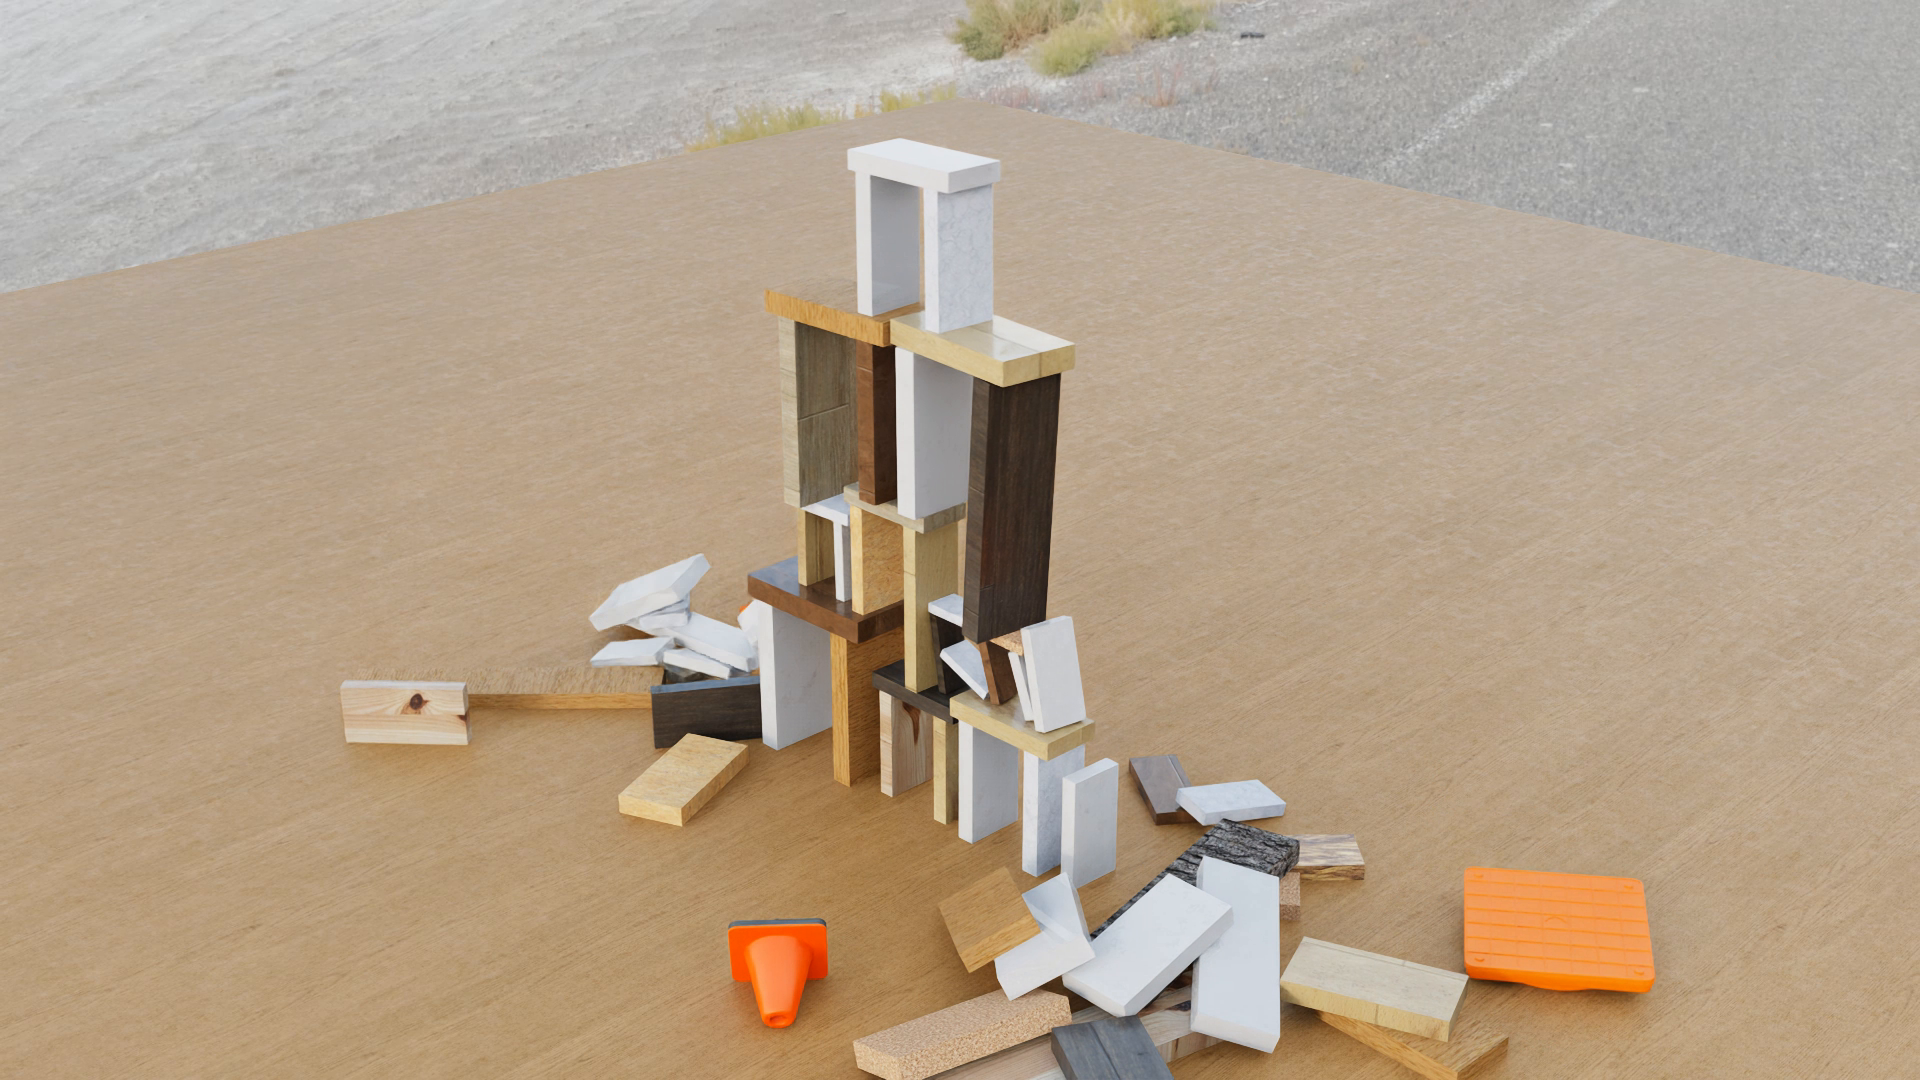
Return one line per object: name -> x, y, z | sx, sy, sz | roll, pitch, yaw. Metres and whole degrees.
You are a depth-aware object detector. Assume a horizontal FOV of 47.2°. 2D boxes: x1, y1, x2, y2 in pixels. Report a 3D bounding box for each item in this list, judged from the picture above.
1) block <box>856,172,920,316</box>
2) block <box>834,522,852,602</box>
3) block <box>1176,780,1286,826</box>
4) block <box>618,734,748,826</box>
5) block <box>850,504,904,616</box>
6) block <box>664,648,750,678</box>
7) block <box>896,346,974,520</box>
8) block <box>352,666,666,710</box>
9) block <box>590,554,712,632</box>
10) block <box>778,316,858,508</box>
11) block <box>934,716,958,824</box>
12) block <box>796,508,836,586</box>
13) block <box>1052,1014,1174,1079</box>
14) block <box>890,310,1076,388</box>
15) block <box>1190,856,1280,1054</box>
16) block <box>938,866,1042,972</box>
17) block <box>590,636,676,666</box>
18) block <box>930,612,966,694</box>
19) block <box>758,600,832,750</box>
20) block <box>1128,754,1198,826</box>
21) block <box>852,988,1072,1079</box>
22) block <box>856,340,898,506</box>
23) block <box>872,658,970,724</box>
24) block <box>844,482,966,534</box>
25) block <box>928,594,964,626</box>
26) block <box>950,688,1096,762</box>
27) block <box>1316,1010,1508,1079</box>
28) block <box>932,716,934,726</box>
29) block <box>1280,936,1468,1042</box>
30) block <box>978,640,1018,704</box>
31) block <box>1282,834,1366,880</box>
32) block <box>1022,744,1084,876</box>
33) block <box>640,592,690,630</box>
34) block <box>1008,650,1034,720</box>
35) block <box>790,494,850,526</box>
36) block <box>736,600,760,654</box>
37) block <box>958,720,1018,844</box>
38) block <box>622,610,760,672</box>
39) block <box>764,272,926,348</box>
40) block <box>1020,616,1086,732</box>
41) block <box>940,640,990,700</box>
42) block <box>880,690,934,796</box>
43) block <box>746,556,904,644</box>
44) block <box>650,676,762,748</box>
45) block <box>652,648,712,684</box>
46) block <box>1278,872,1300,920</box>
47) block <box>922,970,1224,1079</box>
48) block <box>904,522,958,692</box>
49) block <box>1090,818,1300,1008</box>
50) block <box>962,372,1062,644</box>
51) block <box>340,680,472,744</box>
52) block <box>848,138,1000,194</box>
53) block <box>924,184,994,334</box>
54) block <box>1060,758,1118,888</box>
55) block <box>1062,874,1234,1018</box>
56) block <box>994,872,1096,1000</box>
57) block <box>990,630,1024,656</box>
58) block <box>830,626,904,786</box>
block -> -0.135, -0.568, 4.133 | 0.037, 0.271, 0.132 | 20, 30, 38
block -> -0.214, 0.031, 4.475 | 0.086, 0.172, 0.024 | -20, 29, -39
block -> 0.546, 0.528, 4.432 | 0.200, 0.028, 0.100 | -2, 24, -30
block -> -0.568, 0.493, 4.547 | 0.144, 0.041, 0.287 | 9, 25, 21
block -> -0.165, 0.025, 4.416 | 0.115, 0.230, 0.033 | -21, 31, -40
block -> -0.572, 0.280, 4.971 | 0.177, 0.025, 0.089 | 12, 7, 27
block -> -0.044, -0.220, 4.190 | 0.167, 0.334, 0.047 | -21, 31, -40
block -> -1.015, 0.332, 4.931 | 0.696, 0.037, 0.132 | 0, 23, -1
block -> -0.728, 0.123, 5.156 | 0.287, 0.041, 0.144 | -20, 21, 37
block -> -0.280, -0.273, 4.407 | 0.046, 0.393, 0.164 | 21, 31, 40
block -> 0.001, 0.443, 4.416 | 0.033, 0.234, 0.117 | 21, 31, 41
block -> -0.295, 0.001, 4.546 | 0.024, 0.172, 0.086 | 22, 31, 40
block -> 0.261, 0.874, 3.532 | 0.149, 0.042, 0.299 | -6, 23, -13
block -> 0.039, -0.360, 4.028 | 0.167, 0.047, 0.334 | -17, 28, -35
block -> 0.484, 0.718, 3.849 | 0.144, 0.041, 0.416 | 17, 31, -2
block -> 0.050, 0.677, 3.948 | 0.144, 0.041, 0.287 | -29, 11, -3
block -> -0.750, 0.260, 5.049 | 0.177, 0.025, 0.089 | -6, 23, 27
block -> -0.020, 0.215, 4.357 | 0.067, 0.166, 0.019 | -20, 21, -39
block -> -0.347, 0.264, 4.704 | 0.170, 0.339, 0.048 | -21, 31, -40
block -> 0.423, 0.512, 4.518 | 0.100, 0.028, 0.234 | -4, 23, -9
block -> 0.005, 0.825, 3.684 | 0.329, 0.047, 0.164 | -13, 5, -28
block -> -0.121, -0.245, 4.256 | 0.164, 0.328, 0.046 | -20, 30, -39
block -> -0.054, 0.299, 4.416 | 0.117, 0.033, 0.234 | -21, 31, -40
block -> -0.109, -0.074, 4.315 | 0.115, 0.033, 0.230 | -21, 31, -40
block -> 0.009, 0.142, 4.289 | 0.067, 0.019, 0.134 | -20, 30, -39
block -> 0.119, 0.343, 4.234 | 0.131, 0.037, 0.262 | -21, 31, -40
block -> 0.769, 0.830, 3.753 | 0.146, 0.041, 0.292 | -20, 30, -39
block -> -0.143, 0.095, 4.680 | 0.144, 0.675, 0.041 | 20, 42, 39
block -> 0.712, 0.771, 3.785 | 0.292, 0.041, 0.146 | 10, 25, 22
block -> 0.075, 0.240, 4.251 | 0.020, 0.140, 0.070 | -1, 17, 40
block -> 0.658, 0.616, 4.267 | 0.232, 0.033, 0.116 | -1, 23, -2
block -> 0.180, 0.505, 4.235 | 0.131, 0.262, 0.037 | -21, 31, -40
block -> -0.699, 0.158, 5.210 | 0.108, 0.031, 0.217 | -6, 17, -4
block -> 0.132, 0.265, 4.191 | 0.020, 0.139, 0.070 | -5, 18, 31
block -> -0.257, -0.073, 4.470 | 0.172, 0.024, 0.086 | 20, 30, 39
block -> -0.437, 0.176, 4.927 | 0.108, 0.031, 0.217 | -46, 20, 1
block -> 0.057, 0.457, 4.349 | 0.131, 0.262, 0.037 | -21, 31, -41
block -> -0.621, 0.212, 5.117 | 0.108, 0.031, 0.604 | -17, 21, -36
block -> -0.207, -0.449, 4.257 | 0.328, 0.046, 0.164 | 20, 30, 39
block -> 0.177, 0.252, 4.144 | 0.100, 0.200, 0.028 | -15, 12, -32
block -> 0.030, 0.253, 4.311 | 0.067, 0.019, 0.134 | -20, 52, -39
block -> -0.109, 0.400, 4.519 | 0.117, 0.234, 0.033 | -21, 31, -40
block -> -0.266, 0.117, 4.556 | 0.339, 0.048, 0.170 | 21, 31, 40
block -> -0.528, 0.368, 4.724 | 0.264, 0.132, 0.037 | -5, 23, -11
block -> -0.655, 0.286, 5.055 | 0.177, 0.025, 0.089 | 21, 31, 40
block -> 0.524, 0.665, 4.152 | 0.232, 0.033, 0.116 | 3, 23, 7
block -> 0.077, 0.888, 3.614 | 0.867, 0.042, 0.149 | -13, 26, -28
block -> -0.056, 0.123, 4.339 | 0.115, 0.350, 0.033 | -20, 30, -39
block -> 0.416, 0.671, 4.022 | 0.164, 0.047, 0.591 | 13, 26, 32
block -> 0.094, -0.069, 4.075 | 0.167, 0.525, 0.047 | -17, 32, -34
block -> -1.188, 0.370, 4.720 | 0.264, 0.132, 0.037 | 1, 23, 2
block -> -0.067, -0.684, 4.009 | 0.132, 0.037, 0.264 | -21, 31, -41
block -> -0.002, -0.520, 4.008 | 0.132, 0.264, 0.037 | -19, 28, -37
block -> 0.247, 0.541, 4.187 | 0.116, 0.232, 0.033 | -19, 30, -38
block -> 0.325, 0.700, 3.790 | 0.144, 0.041, 0.287 | 23, 46, 40
block -> 0.140, 0.695, 3.883 | 0.164, 0.047, 0.329 | -28, 10, 3
block -> 0.096, 0.179, 4.190 | 0.070, 0.020, 0.139 | -19, 30, -38
block -> -0.186, 0.326, 4.558 | 0.048, 0.339, 0.170 | 21, 31, 41
